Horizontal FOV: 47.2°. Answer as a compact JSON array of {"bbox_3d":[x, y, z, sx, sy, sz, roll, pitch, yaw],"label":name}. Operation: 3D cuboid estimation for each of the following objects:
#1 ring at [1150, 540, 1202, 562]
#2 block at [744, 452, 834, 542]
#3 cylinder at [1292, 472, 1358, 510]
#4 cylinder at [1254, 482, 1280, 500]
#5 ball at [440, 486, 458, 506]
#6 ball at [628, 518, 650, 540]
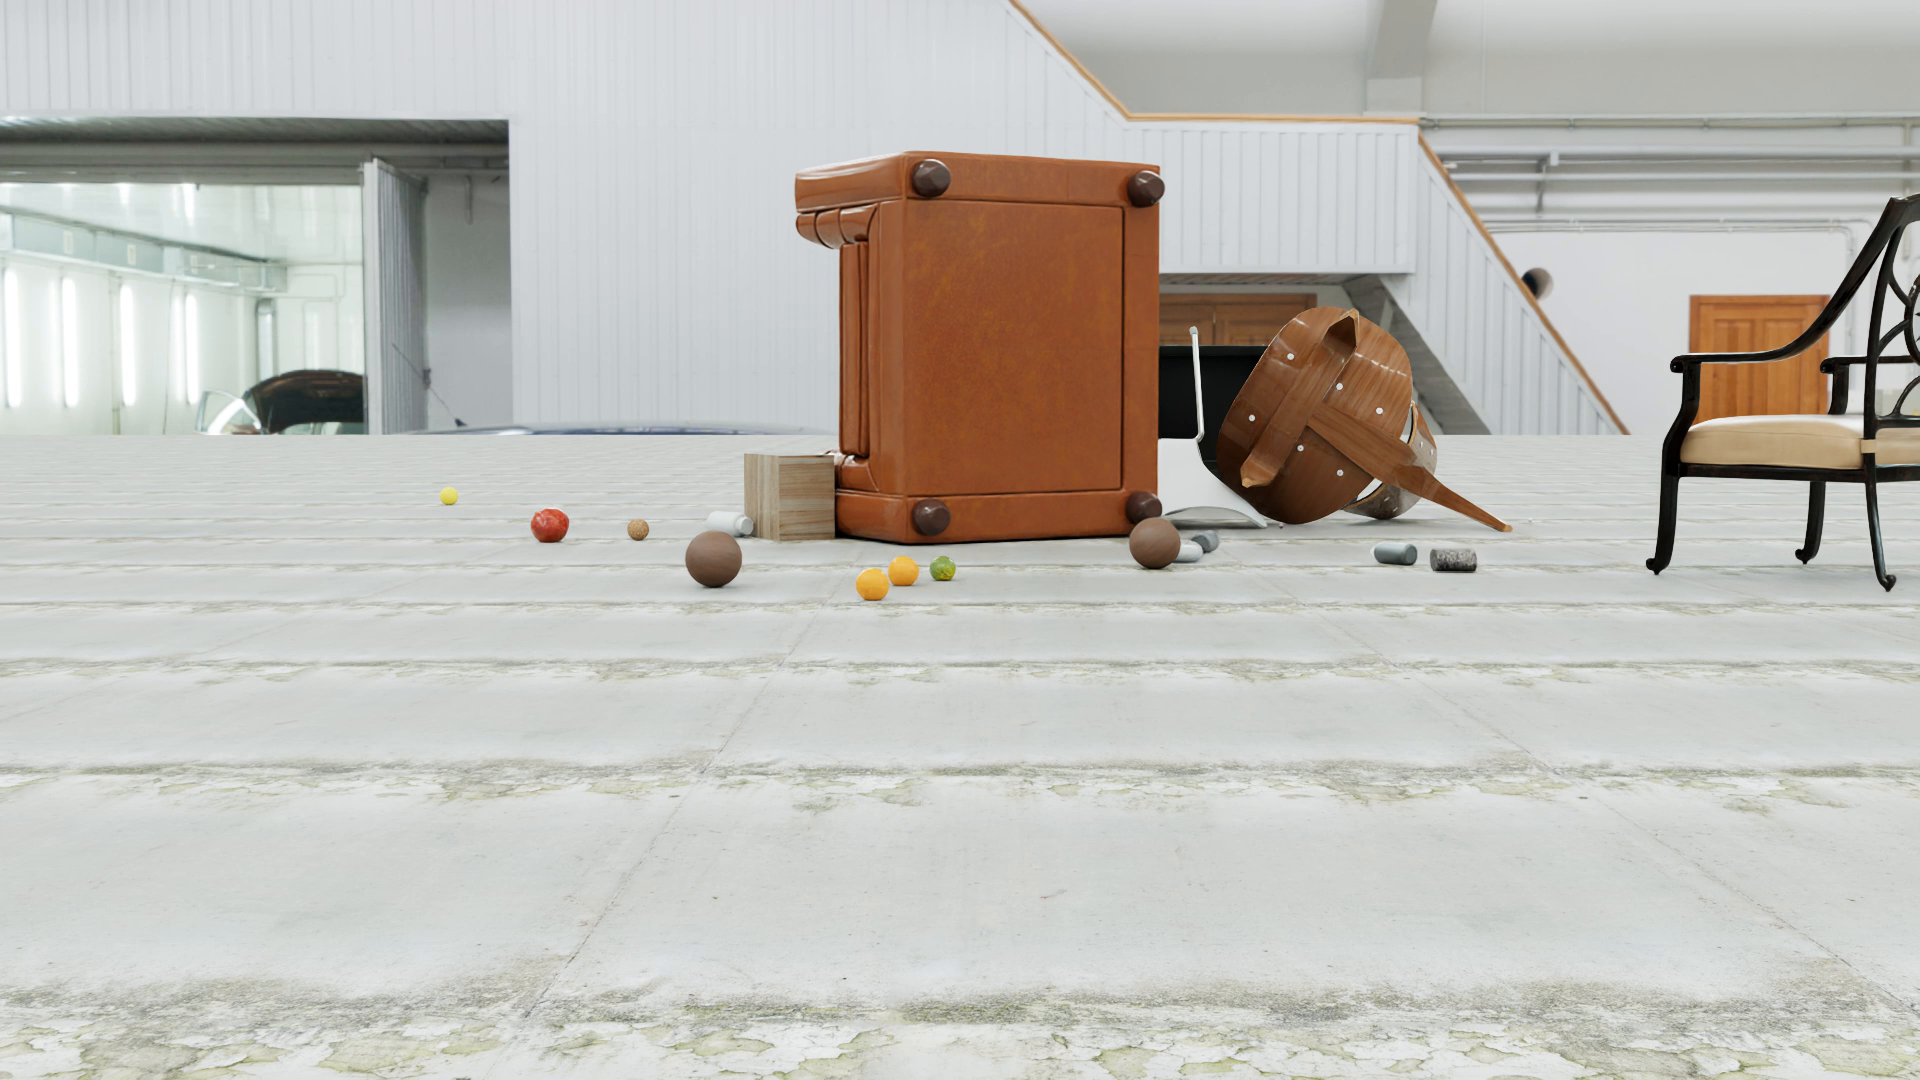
[{"bbox_3d":[0.568,0.029,5.786,0.133,0.047,0.309,-1,3,-4],"label":"ring"},{"bbox_3d":[-0.518,-0.134,6.650,0.179,0.252,0.277,-2,4,-27],"label":"block"},{"bbox_3d":[1.377,-0.188,8.289,0.117,0.136,0.275,5,1,-23],"label":"cylinder"},{"bbox_3d":[1.249,-0.197,8.963,0.080,0.061,0.088,13,21,27],"label":"cylinder"},{"bbox_3d":[-1.977,-0.170,8.508,0.070,0.070,0.070,0,4,0],"label":"ball"},{"bbox_3d":[-0.955,-0.031,6.525,0.065,0.065,0.065,0,4,0],"label":"ball"}]
